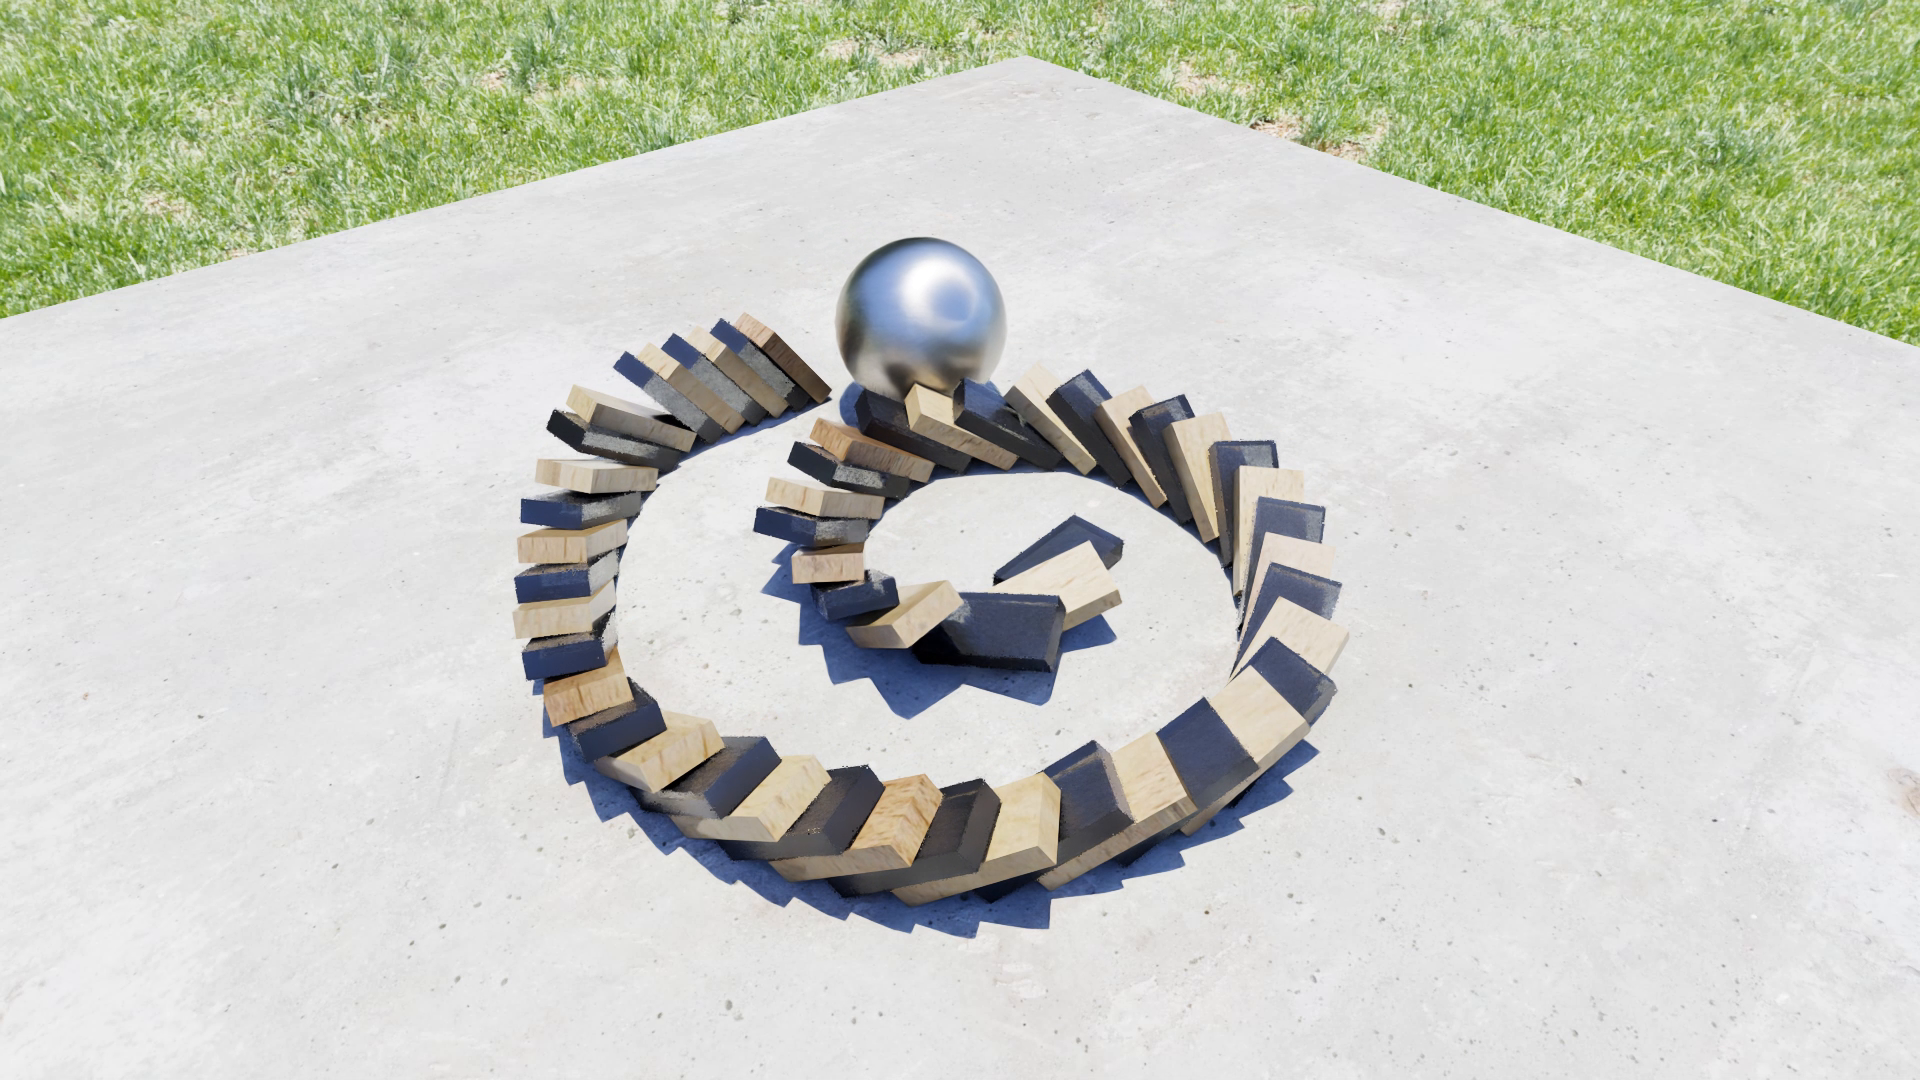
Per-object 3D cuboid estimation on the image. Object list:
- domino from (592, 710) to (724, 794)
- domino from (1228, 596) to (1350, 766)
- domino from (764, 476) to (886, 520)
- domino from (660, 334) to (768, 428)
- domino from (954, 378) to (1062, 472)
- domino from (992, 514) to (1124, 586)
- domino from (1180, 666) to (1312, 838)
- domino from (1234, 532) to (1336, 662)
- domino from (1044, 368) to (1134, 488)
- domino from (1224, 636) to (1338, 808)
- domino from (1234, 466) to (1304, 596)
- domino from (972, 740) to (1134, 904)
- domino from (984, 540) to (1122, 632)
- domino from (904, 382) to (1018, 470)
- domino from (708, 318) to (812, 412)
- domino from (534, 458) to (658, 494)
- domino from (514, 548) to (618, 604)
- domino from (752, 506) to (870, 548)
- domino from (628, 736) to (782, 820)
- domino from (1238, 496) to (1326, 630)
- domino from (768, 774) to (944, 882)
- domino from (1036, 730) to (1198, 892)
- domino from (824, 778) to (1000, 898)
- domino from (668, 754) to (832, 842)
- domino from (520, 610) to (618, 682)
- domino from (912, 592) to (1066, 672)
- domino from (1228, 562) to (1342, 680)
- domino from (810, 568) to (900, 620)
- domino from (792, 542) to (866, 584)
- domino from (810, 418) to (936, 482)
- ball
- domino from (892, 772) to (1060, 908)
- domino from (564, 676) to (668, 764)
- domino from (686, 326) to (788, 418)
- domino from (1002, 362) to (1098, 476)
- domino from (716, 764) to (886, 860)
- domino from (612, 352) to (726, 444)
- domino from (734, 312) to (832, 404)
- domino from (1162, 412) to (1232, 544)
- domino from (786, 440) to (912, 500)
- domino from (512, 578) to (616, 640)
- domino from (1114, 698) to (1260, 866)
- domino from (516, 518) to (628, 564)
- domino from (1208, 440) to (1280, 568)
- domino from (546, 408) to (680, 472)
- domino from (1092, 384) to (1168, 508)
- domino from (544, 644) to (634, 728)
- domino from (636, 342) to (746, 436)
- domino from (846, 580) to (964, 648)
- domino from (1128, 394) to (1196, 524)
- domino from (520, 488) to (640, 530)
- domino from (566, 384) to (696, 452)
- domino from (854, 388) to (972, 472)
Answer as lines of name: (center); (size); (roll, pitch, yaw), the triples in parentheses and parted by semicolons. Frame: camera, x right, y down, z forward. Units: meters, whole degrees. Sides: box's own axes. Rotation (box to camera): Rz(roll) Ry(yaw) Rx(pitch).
domino: (-0.096, 0.065, 0.344); (0.025, 0.009, 0.050); (-32, 15, -33)
domino: (0.105, 0.047, 0.365); (0.025, 0.010, 0.050); (29, 81, 28)
domino: (-0.053, -0.017, 0.441); (0.025, 0.009, 0.050); (16, 6, 22)
domino: (-0.112, -0.073, 0.503); (0.025, 0.050, 0.009); (36, 86, 36)
domino: (0.021, -0.051, 0.487); (0.050, 0.009, 0.025); (24, 35, -19)
domino: (0.039, 0.010, 0.431); (0.025, 0.010, 0.050); (30, 48, 32)
domino: (0.081, 0.065, 0.342); (0.050, 0.010, 0.025); (-42, 51, 2)
domino: (0.116, 0.024, 0.394); (0.025, 0.009, 0.050); (13, 73, 16)
domino: (0.063, -0.050, 0.483); (0.050, 0.009, 0.025); (50, 51, 5)
domino: (0.094, 0.058, 0.352); (0.050, 0.010, 0.025); (-47, 53, -2)
domino: (0.119, -0.003, 0.425); (0.025, 0.009, 0.050); (4, 73, 0)
domino: (0.024, 0.082, 0.321); (0.050, 0.009, 0.025); (-34, 38, 15)
domino: (0.031, 0.022, 0.401); (0.050, 0.009, 0.025); (-26, 50, 0)
domino: (0.001, -0.050, 0.485); (0.050, 0.010, 0.025); (21, 33, -25)
domino: (-0.093, -0.081, 0.513); (0.025, 0.050, 0.009); (36, 86, 36)
domino: (-0.149, -0.027, 0.455); (0.025, 0.009, 0.050); (11, 6, 13)
domino: (-0.145, 0.013, 0.407); (0.025, 0.009, 0.050); (-6, 9, -6)
domino: (-0.057, -0.006, 0.429); (0.025, 0.010, 0.050); (14, 7, 17)
domino: (-0.078, 0.071, 0.334); (0.050, 0.009, 0.025); (-12, 24, 49)
domino: (0.120, 0.010, 0.410); (0.025, 0.009, 0.050); (10, 73, 8)
domino: (-0.030, 0.084, 0.319); (0.050, 0.010, 0.025); (-20, 27, 37)
domino: (0.042, 0.080, 0.327); (0.050, 0.009, 0.025); (-32, 41, 8)
domino: (-0.014, 0.086, 0.316); (0.050, 0.009, 0.025); (-22, 28, 33)
domino: (-0.063, 0.077, 0.328); (0.050, 0.009, 0.025); (-14, 24, 46)
domino: (-0.134, 0.036, 0.380); (0.025, 0.009, 0.050); (-10, 9, -12)
domino: (0.010, 0.032, 0.389); (0.050, 0.009, 0.025); (1, 57, 25)
domino: (0.111, 0.035, 0.379); (0.025, 0.009, 0.050); (18, 77, 20)
domino: (-0.039, 0.019, 0.398); (0.025, 0.009, 0.050); (-12, 5, -12)
domino: (-0.048, 0.008, 0.412); (0.025, 0.009, 0.050); (-3, 4, -4)
domino: (-0.037, -0.038, 0.467); (0.050, 0.009, 0.025); (12, 18, -49)
ball: (-0.018, -0.099, 0.509); (0.080, 0.080, 0.080); (0, 39, 0)
domino: (0.005, 0.087, 0.317); (0.050, 0.009, 0.025); (-25, 31, 26)
domino: (-0.113, 0.057, 0.354); (0.025, 0.009, 0.050); (-21, 12, -24)
domino: (-0.103, -0.077, 0.508); (0.025, 0.050, 0.010); (36, 86, 36)
domino: (0.045, -0.054, 0.489); (0.050, 0.010, 0.025); (43, 45, -2)
domino: (-0.048, 0.081, 0.323); (0.050, 0.010, 0.025); (-17, 24, 41)
domino: (-0.129, -0.063, 0.491); (0.025, 0.050, 0.009); (34, 84, 34)
domino: (-0.083, -0.085, 0.518); (0.025, 0.050, 0.010); (36, 86, 36)
domino: (0.104, -0.026, 0.452); (0.025, 0.010, 0.050); (-15, 79, -22)
domino: (-0.045, -0.029, 0.457); (0.025, 0.009, 0.050); (29, 12, 31)
domino: (-0.141, 0.024, 0.395); (0.025, 0.009, 0.050); (-6, 9, -7)
domino: (0.062, 0.073, 0.334); (0.050, 0.009, 0.025); (-38, 44, 5)
domino: (-0.148, 0.000, 0.424); (0.025, 0.010, 0.050); (-1, 9, 0)
domino: (0.116, -0.015, 0.439); (0.025, 0.010, 0.050); (-1, 74, -7)
domino: (-0.149, -0.043, 0.473); (0.025, 0.010, 0.050); (31, 11, 32)
domino: (0.081, -0.040, 0.473); (0.025, 0.009, 0.050); (-26, 77, -28)
domino: (-0.124, 0.047, 0.365); (0.025, 0.009, 0.050); (-18, 11, -18)
domino: (-0.121, -0.068, 0.497); (0.025, 0.050, 0.009); (34, 84, 34)
domino: (-0.020, 0.026, 0.384); (0.025, 0.009, 0.050); (-38, 10, -22)
domino: (0.093, -0.034, 0.462); (0.025, 0.009, 0.050); (-21, 81, -26)
domino: (-0.151, -0.013, 0.441); (0.025, 0.010, 0.050); (7, 10, 8)
domino: (-0.144, -0.053, 0.484); (0.050, 0.009, 0.025); (16, 13, -47)
domino: (-0.020, -0.048, 0.482); (0.050, 0.009, 0.025); (19, 29, -27)
